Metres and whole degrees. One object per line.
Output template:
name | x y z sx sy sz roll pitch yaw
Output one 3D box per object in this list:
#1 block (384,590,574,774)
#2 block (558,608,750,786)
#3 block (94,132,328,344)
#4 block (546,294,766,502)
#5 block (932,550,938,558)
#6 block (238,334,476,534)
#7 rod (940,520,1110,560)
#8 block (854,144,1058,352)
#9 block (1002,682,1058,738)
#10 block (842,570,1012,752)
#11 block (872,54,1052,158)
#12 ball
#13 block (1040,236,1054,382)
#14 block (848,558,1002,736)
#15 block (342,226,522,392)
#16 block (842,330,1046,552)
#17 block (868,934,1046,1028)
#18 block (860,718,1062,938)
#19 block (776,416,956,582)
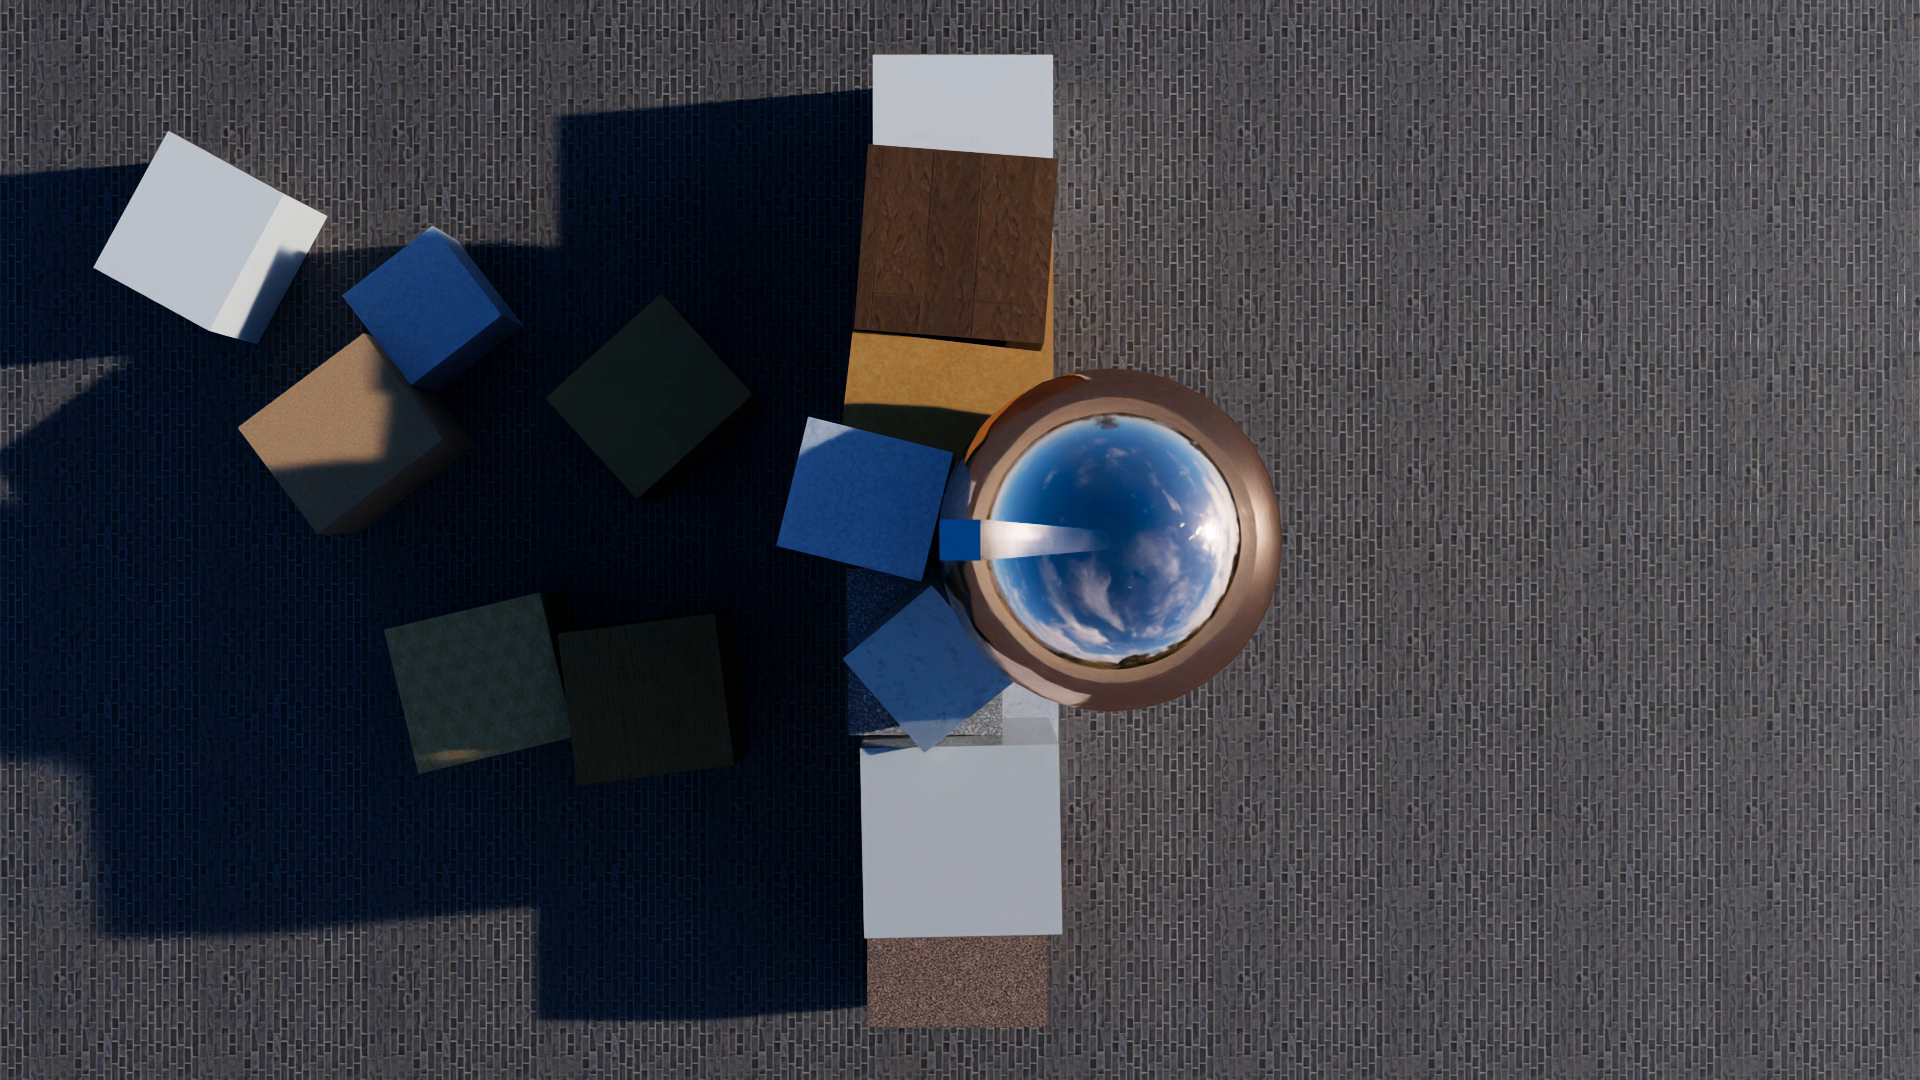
block | -2.677 0.797 12.621 0.892 0.758 0.827 -13 90 0
block | -1.733 0.880 12.565 0.873 0.871 0.847 -7 90 0
block | -4.266 -1.710 12.581 0.730 0.837 0.863 29 90 0
block | -1.710 -0.790 12.548 0.859 0.903 0.751 -42 90 0
block | 0.017 -0.065 12.427 1.085 1.145 1.052 1 90 0
block | -3.433 -0.591 12.592 0.872 0.816 0.736 -37 90 0
rod | 0.301 0.000 6.856 0.080 5.200 0.080 0 90 7
block | -0.019 -1.468 11.402 0.945 1.009 0.920 4 90 0
block | 0.012 1.031 12.459 1.042 1.082 1.122 0 90 0
block | -0.098 0.557 10.814 0.593 0.555 0.607 -40 93 18
block | 0.016 -2.163 12.553 0.991 0.895 1.016 0 90 0
ball | 0.694 0.000 10.233 1.600 1.600 1.600 0 90 0
block | 0.019 -1.124 12.453 0.973 1.094 1.041 0 90 0
block | -0.178 0.543 11.511 0.784 0.698 0.852 0 94 0
block | -3.031 -1.321 12.692 0.645 0.615 0.638 -38 90 0
block | -0.115 -0.471 11.397 0.964 0.915 1.045 7 90 0
block | -0.016 2.136 12.529 0.985 0.942 1.070 0 90 0
block | 0.006 1.459 11.359 0.976 1.106 0.940 -1 92 0
block | -0.438 -0.190 10.578 0.696 0.721 0.618 14 90 1
